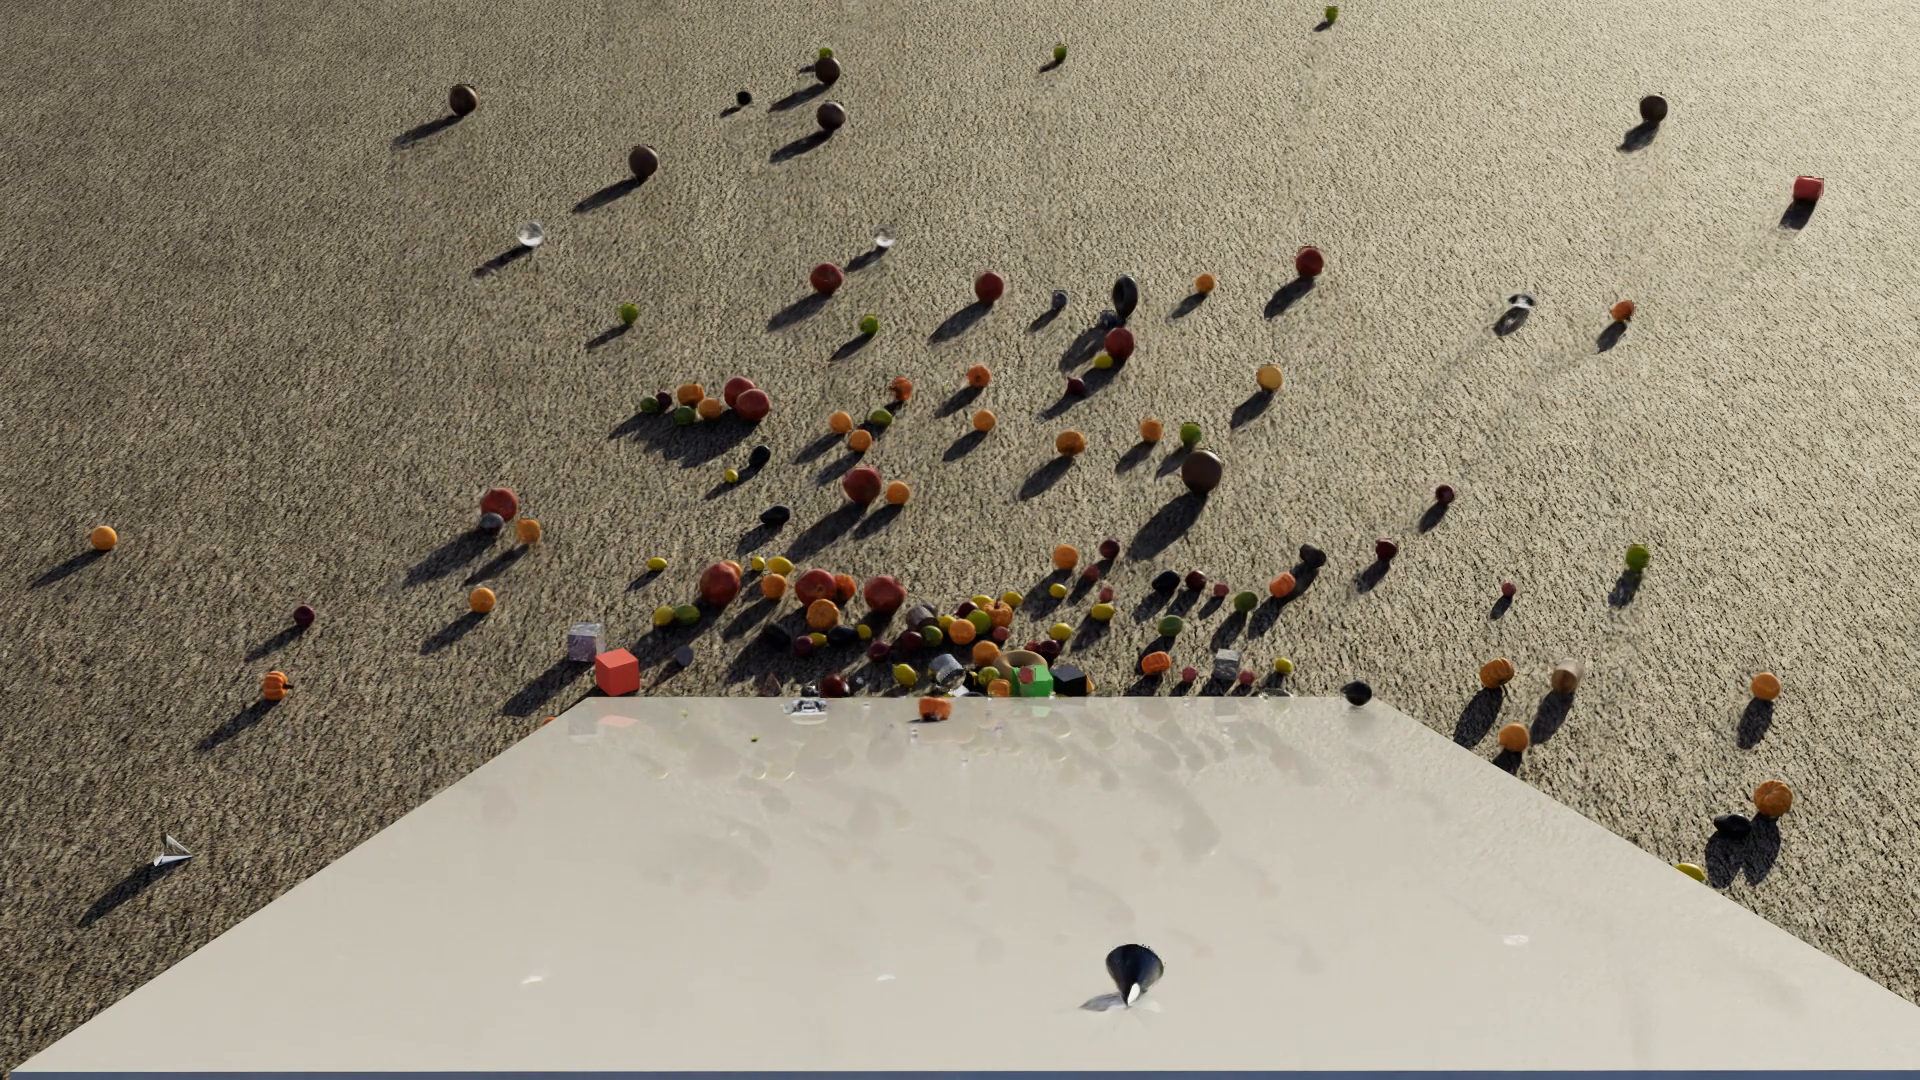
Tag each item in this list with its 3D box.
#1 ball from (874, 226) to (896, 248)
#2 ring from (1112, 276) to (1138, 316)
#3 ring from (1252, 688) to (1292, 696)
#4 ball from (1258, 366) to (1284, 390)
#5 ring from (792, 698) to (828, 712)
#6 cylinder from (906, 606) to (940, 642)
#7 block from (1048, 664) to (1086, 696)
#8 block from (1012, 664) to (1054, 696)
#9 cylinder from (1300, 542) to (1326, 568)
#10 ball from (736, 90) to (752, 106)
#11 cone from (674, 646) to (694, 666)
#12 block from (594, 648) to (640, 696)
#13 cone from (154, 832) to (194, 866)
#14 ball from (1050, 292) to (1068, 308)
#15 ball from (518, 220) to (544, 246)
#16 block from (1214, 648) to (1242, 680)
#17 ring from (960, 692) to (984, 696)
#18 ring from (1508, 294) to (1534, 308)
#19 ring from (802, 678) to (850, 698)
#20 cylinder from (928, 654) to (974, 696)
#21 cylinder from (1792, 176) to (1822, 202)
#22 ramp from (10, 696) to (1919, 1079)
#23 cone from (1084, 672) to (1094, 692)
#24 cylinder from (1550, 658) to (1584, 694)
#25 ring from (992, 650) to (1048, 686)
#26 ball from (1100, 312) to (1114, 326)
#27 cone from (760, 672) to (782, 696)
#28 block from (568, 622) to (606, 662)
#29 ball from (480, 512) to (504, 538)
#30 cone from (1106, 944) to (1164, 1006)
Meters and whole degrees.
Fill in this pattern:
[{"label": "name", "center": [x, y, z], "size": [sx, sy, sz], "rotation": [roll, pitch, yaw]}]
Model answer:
[{"label": "ball", "center": [-0.294, -1.192, 10.118], "size": [0.084, 0.084, 0.084], "rotation": [0, 25, 0]}, {"label": "ring", "center": [0.602, -0.889, 9.388], "size": [0.049, 0.148, 0.148], "rotation": [0, 23, -23]}, {"label": "ring", "center": [0.810, 0.422, 6.671], "size": [0.123, 0.041, 0.123], "rotation": [1, 25, -1]}, {"label": "ball", "center": [1.050, -0.548, 8.719], "size": [0.087, 0.087, 0.087], "rotation": [0, 25, 0]}, {"label": "ring", "center": [-0.361, 0.397, 6.185], "size": [0.087, 0.029, 0.087], "rotation": [1, 1, 0]}, {"label": "cylinder", "center": [-0.101, 0.229, 7.052], "size": [0.073, 0.073, 0.073], "rotation": [-10, 27, -20]}, {"label": "block", "center": [0.281, 0.378, 6.730], "size": [0.071, 0.071, 0.071], "rotation": [-14, 28, -28]}, {"label": "block", "center": [0.189, 0.386, 6.697], "size": [0.087, 0.087, 0.087], "rotation": [-5, 25, -11]}, {"label": "cylinder", "center": [1.021, 0.045, 7.470], "size": [0.057, 0.057, 0.057], "rotation": [-9, 26, -18]}, {"label": "ball", "center": [-1.007, -2.063, 12.025], "size": [0.068, 0.068, 0.068], "rotation": [0, 25, 0]}, {"label": "cone", "center": [-0.755, 0.314, 6.926], "size": [0.055, 0.055, 0.055], "rotation": [-24, 7, -42]}, {"label": "block", "center": [-0.901, 0.348, 6.780], "size": [0.085, 0.085, 0.085], "rotation": [-16, 29, -30]}, {"label": "cone", "center": [-1.826, 0.729, 6.013], "size": [0.081, 0.081, 0.081], "rotation": [17, 15, -30]}, {"label": "ball", "center": [0.364, -0.881, 9.470], "size": [0.063, 0.063, 0.063], "rotation": [0, 25, 0]}, {"label": "ball", "center": [-1.687, -1.204, 10.124], "size": [0.100, 0.100, 0.100], "rotation": [0, 25, 0]}, {"label": "block", "center": [0.712, 0.331, 6.849], "size": [0.058, 0.058, 0.058], "rotation": [7, 26, 15]}, {"label": "ring", "center": [0.033, 0.420, 6.695], "size": [0.080, 0.027, 0.080], "rotation": [1, 24, 0]}, {"label": "ring", "center": [2.061, -0.878, 9.458], "size": [0.097, 0.032, 0.097], "rotation": [12, -5, 1]}, {"label": "ring", "center": [-0.349, 0.400, 6.718], "size": [0.131, 0.044, 0.131], "rotation": [-1, 24, 0]}, {"label": "cylinder", "center": [-0.025, 0.360, 6.746], "size": [0.093, 0.093, 0.093], "rotation": [-10, 26, -20]}, {"label": "cylinder", "center": [3.507, -1.450, 10.665], "size": [0.093, 0.093, 0.093], "rotation": [14, 28, 28]}, {"label": "ramp", "center": [0.057, 0.512, 4.554], "size": [2.000, 0.100, 4.000], "rotation": [0, 2, 0]}, {"label": "cone", "center": [0.328, 0.367, 6.779], "size": [0.050, 0.050, 0.050], "rotation": [0, 25, 0]}, {"label": "cylinder", "center": [1.597, 0.357, 6.778], "size": [0.070, 0.070, 0.070], "rotation": [12, 27, 24]}, {"label": "ring", "center": [0.160, 0.341, 6.840], "size": [0.149, 0.050, 0.149], "rotation": [0, 26, 0]}, {"label": "ball", "center": [0.534, -0.801, 9.311], "size": [0.050, 0.050, 0.050], "rotation": [0, 25, 0]}, {"label": "cone", "center": [-0.494, 0.371, 6.762], "size": [0.058, 0.058, 0.058], "rotation": [0, 25, 0]}, {"label": "block", "center": [-1.007, 0.274, 6.948], "size": [0.078, 0.078, 0.078], "rotation": [4, 25, 8]}, {"label": "ball", "center": [-1.388, -0.045, 7.644], "size": [0.075, 0.075, 0.075], "rotation": [0, 25, 0]}, {"label": "cone", "center": [0.191, 0.500, 2.888], "size": [0.067, 0.067, 0.067], "rotation": [4, 29, 10]}]
